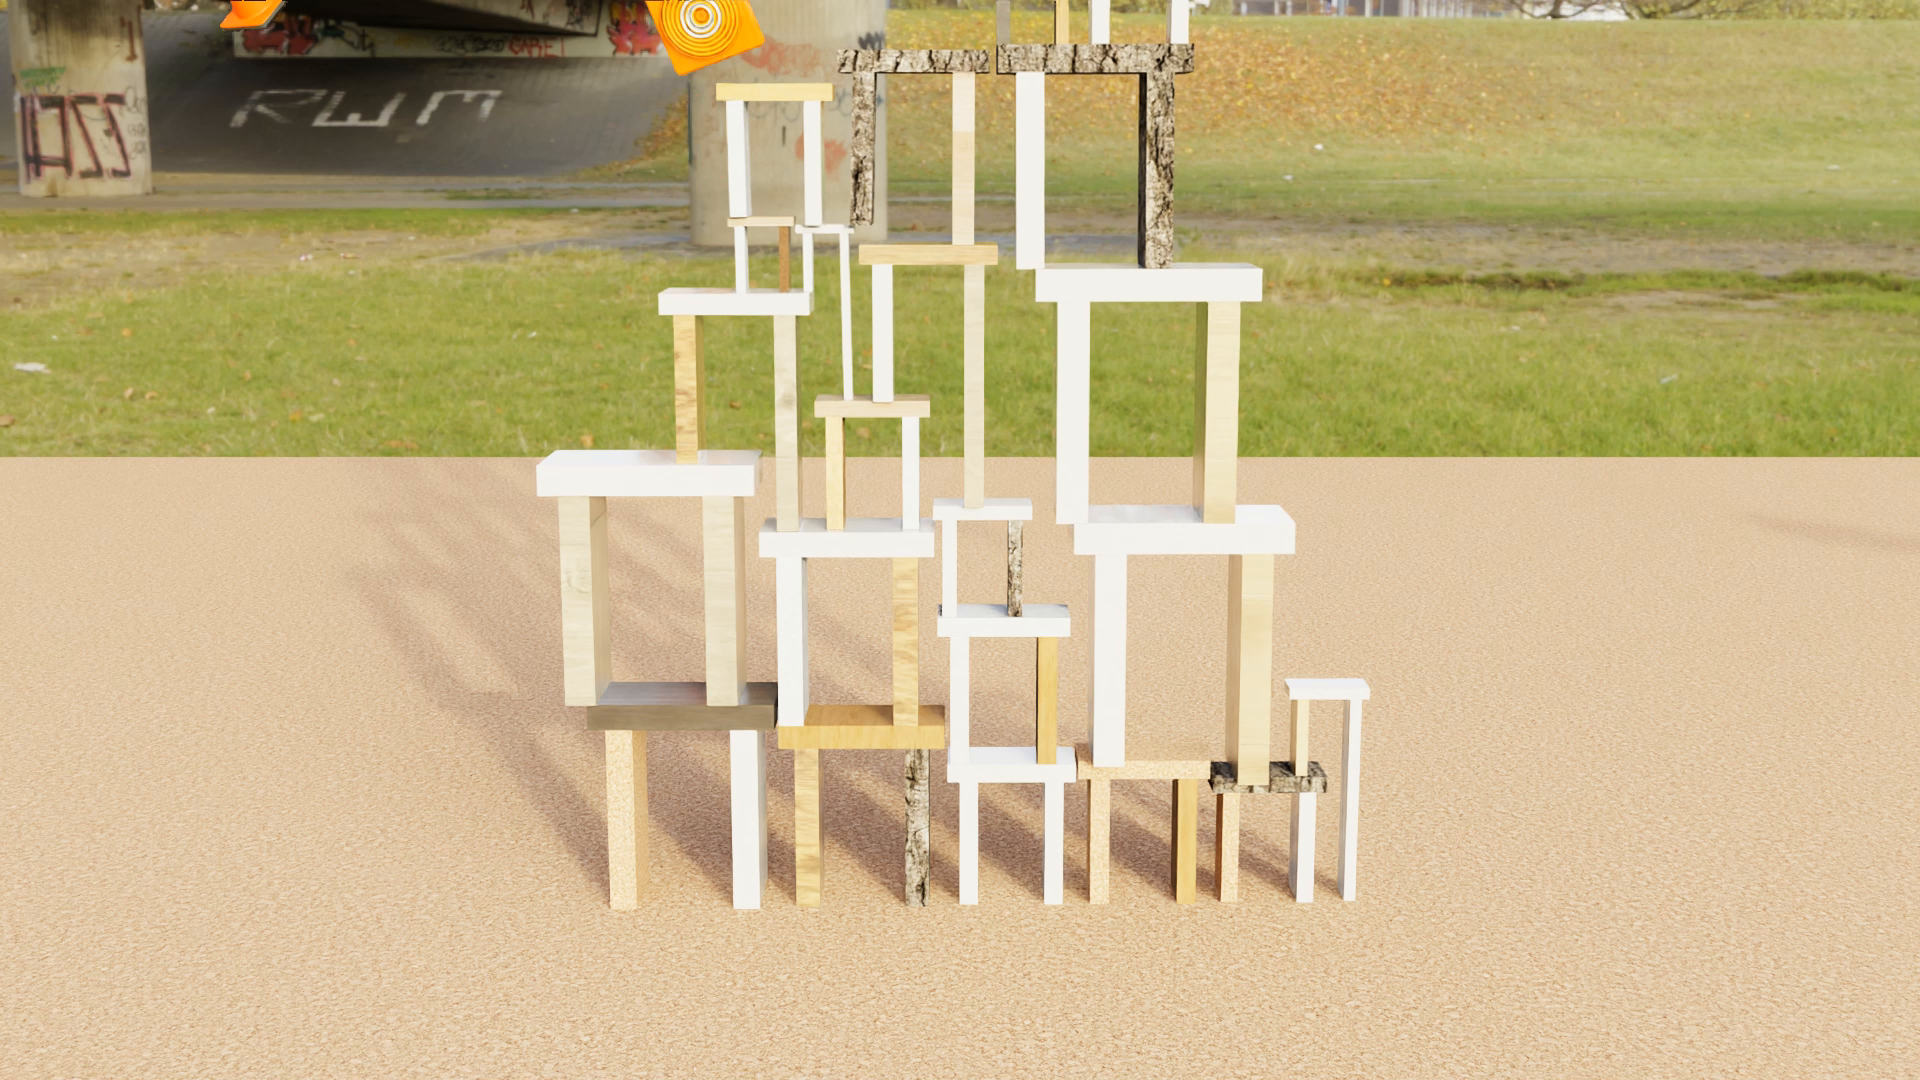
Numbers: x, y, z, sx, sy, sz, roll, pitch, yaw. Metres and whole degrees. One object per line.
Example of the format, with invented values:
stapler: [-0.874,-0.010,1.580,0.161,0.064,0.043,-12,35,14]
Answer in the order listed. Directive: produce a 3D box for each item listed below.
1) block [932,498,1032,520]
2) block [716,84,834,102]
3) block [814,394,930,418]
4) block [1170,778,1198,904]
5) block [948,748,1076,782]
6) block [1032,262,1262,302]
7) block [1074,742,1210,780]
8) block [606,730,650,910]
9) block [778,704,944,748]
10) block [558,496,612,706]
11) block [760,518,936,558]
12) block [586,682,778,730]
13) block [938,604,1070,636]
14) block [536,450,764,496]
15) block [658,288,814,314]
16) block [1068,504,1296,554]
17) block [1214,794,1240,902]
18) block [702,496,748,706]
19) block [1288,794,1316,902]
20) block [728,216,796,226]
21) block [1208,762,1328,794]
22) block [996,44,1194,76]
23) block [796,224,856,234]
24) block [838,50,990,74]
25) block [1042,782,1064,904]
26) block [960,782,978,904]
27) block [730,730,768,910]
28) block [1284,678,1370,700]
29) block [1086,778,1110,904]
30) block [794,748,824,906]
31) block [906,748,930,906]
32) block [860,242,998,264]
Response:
block: [0.036,-0.050,3.547,0.158,0.022,0.079,0,11,0]
block: [-0.287,-0.698,3.429,0.178,0.025,0.089,0,11,-1]
block: [-0.139,-0.215,3.523,0.182,0.026,0.091,0,11,0]
block: [0.372,0.484,3.652,0.030,0.214,0.107,0,11,0]
block: [0.084,0.370,3.628,0.209,0.030,0.104,0,11,0]
block: [0.292,-0.409,3.484,0.349,0.049,0.175,0,10,0]
block: [0.299,0.364,3.628,0.214,0.030,0.107,0,10,0]
block: [-0.550,0.442,3.643,0.043,0.302,0.151,0,11,0]
block: [-0.159,0.307,3.621,0.268,0.038,0.134,0,11,0]
block: [-0.609,0.083,3.580,0.048,0.341,0.171,0,11,0]
block: [-0.180,-0.005,3.564,0.278,0.039,0.139,0,11,0]
block: [-0.450,0.272,3.612,0.301,0.043,0.151,0,11,0]
block: [0.070,0.131,3.585,0.213,0.030,0.107,0,11,0]
block: [-0.495,-0.108,3.544,0.341,0.048,0.171,0,11,0]
block: [-0.352,-0.379,3.488,0.235,0.033,0.117,0,11,0]
block: [0.354,-0.018,3.558,0.348,0.049,0.174,0,10,0]
block: [0.444,0.497,3.657,0.027,0.187,0.094,0,11,0]
block: [-0.381,0.083,3.579,0.048,0.341,0.171,0,11,0]
block: [0.569,0.497,3.657,0.027,0.187,0.094,0,11,0]
block: [-0.312,-0.502,3.461,0.103,0.015,0.051,-1,11,-1]
block: [0.506,0.392,3.637,0.187,0.027,0.094,0,11,-1]
block: [0.207,-0.747,3.420,0.298,0.042,0.149,0,10,0]
block: [-0.212,-0.491,3.466,0.092,0.013,0.046,0,11,1]
block: [-0.071,-0.745,3.427,0.233,0.033,0.117,0,11,0]
block: [0.154,0.487,3.650,0.030,0.209,0.104,0,11,0]
block: [0.015,0.487,3.650,0.030,0.209,0.104,0,11,0]
block: [-0.349,0.442,3.642,0.043,0.301,0.151,0,11,0]
block: [0.600,0.244,3.601,0.130,0.018,0.065,0,11,0]
block: [0.229,0.484,3.653,0.030,0.214,0.107,0,11,0]
block: [-0.249,0.457,3.649,0.038,0.268,0.134,0,11,0]
block: [-0.070,0.457,3.648,0.038,0.268,0.134,0,11,0]
block: [-0.049,-0.453,3.472,0.215,0.030,0.108,0,11,0]
